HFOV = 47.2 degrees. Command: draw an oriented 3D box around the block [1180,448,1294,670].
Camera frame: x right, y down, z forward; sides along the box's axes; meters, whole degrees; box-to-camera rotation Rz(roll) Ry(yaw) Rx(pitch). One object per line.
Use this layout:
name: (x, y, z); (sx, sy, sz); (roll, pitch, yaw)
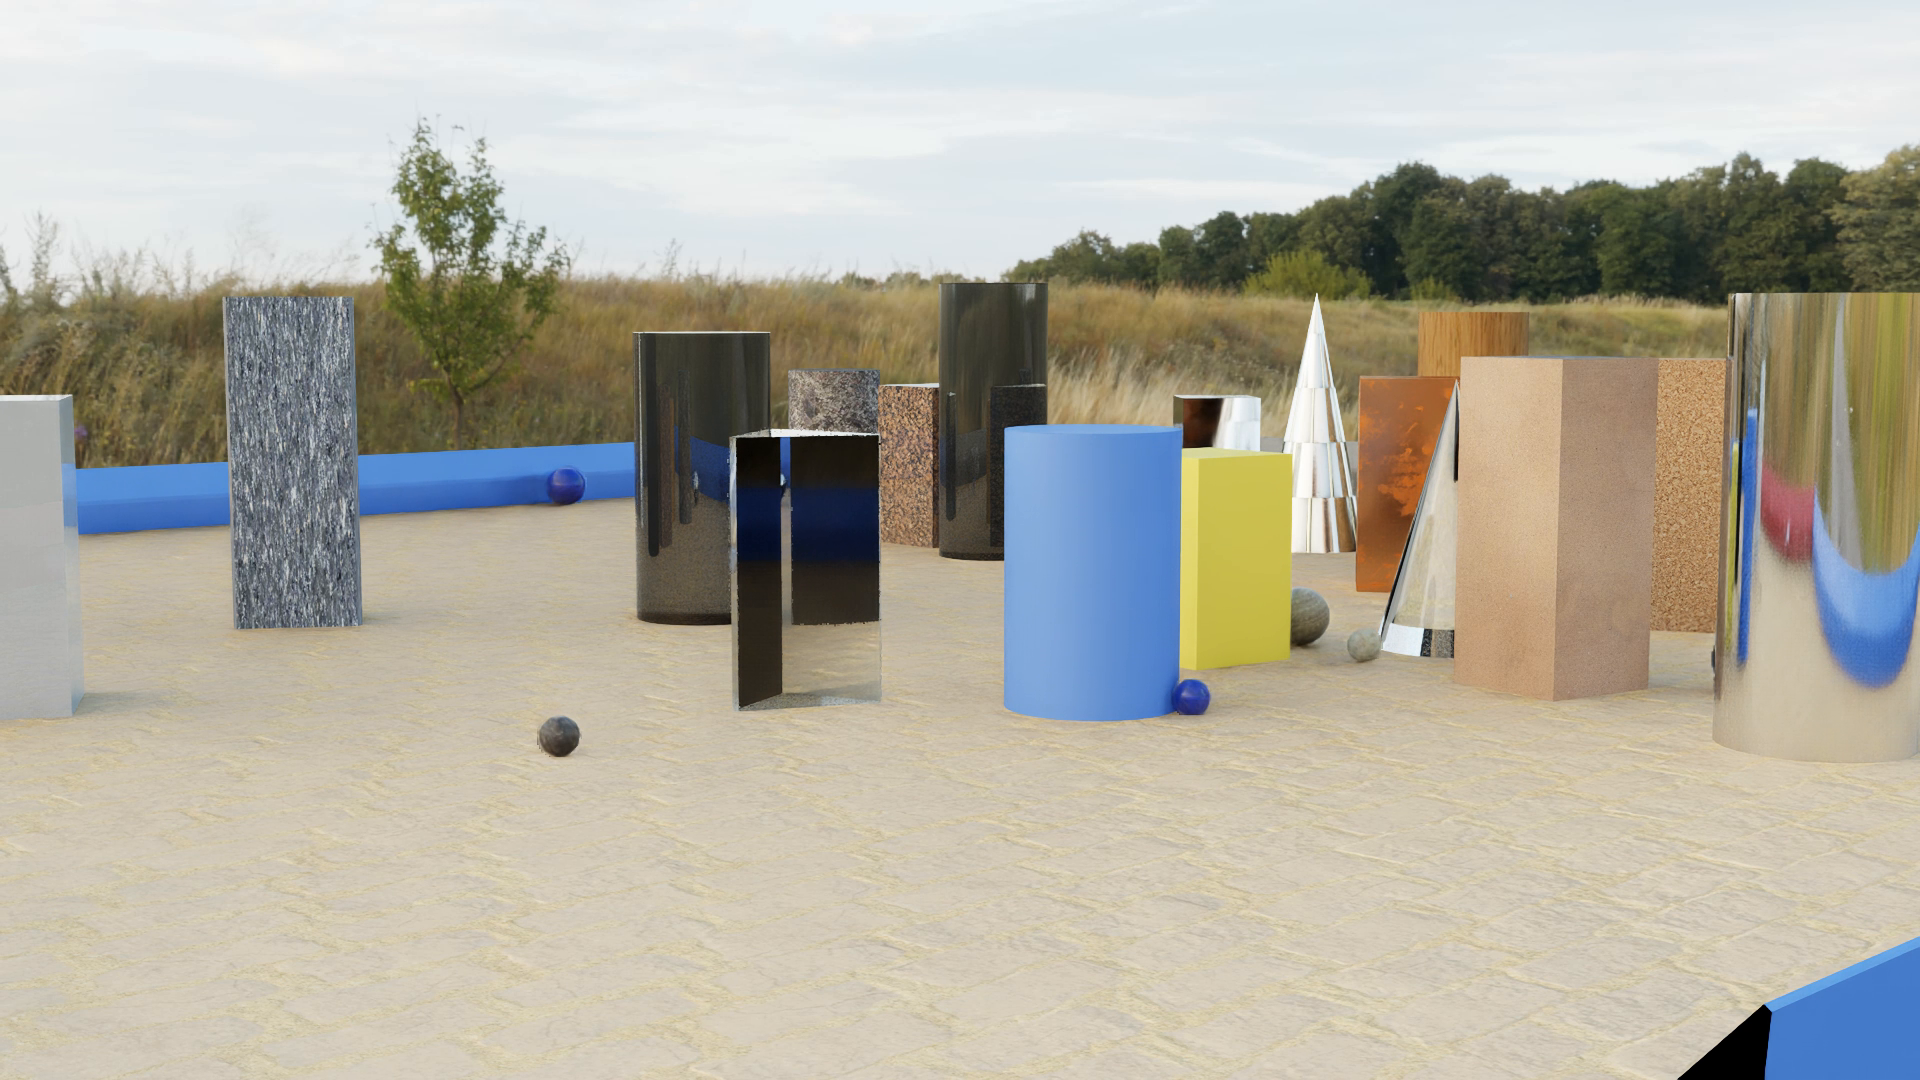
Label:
block: (0.313, 0.020, 2.826); (0.159, 0.263, 0.159); (-4, 7, -35)

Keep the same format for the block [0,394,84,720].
block: (-1.076, 0.016, 2.455); (0.159, 0.348, 0.159); (-2, 6, -17)

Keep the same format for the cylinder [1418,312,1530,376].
cylinder: (0.940, -0.197, 4.049); (0.198, 0.442, 0.198); (0, 6, 0)

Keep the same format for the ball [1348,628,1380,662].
ball: (0.514, 0.134, 2.797); (0.042, 0.042, 0.042); (0, 6, 0)

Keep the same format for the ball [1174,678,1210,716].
ball: (0.256, 0.173, 2.425); (0.041, 0.041, 0.041); (0, 6, 0)

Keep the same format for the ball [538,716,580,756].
ball: (-0.401, 0.196, 2.202); (0.041, 0.041, 0.041); (0, 6, 0)

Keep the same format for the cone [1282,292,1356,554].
cone: (0.666, -0.224, 4.127); (0.198, 0.478, 0.198); (0, 6, 0)

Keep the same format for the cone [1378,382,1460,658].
cone: (0.652, -0.035, 2.905); (0.198, 0.355, 0.198); (0, 6, 0)

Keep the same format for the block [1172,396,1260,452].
block: (0.534, -0.167, 4.600); (0.159, 0.266, 0.159); (0, 6, -2)

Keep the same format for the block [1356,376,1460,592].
block: (0.721, -0.092, 3.540); (0.159, 0.338, 0.159); (1, 6, 9)

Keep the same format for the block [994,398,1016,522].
block: (0.006, -0.174, 4.701); (0.159, 0.259, 0.159); (-4, 7, -36)

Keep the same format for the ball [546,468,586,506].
ball: (-0.905, -0.124, 5.052); (0.087, 0.087, 0.087); (0, 6, 0)

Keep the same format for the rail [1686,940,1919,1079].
rail: (1.319, 0.182, 1.910); (4.100, 0.129, 0.045); (-5, 8, -42)

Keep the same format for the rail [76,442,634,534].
rail: (-1.319, -0.115, 4.754); (4.100, 0.129, 0.045); (-5, 8, -42)

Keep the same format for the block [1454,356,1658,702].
block: (0.703, -0.021, 2.601); (0.159, 0.390, 0.159); (-4, 7, -32)

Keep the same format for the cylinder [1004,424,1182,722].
cylinder: (0.149, 0.031, 2.474); (0.198, 0.313, 0.198); (0, 6, 0)

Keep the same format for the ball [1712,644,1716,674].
ball: (0.915, 0.139, 2.550); (0.084, 0.084, 0.084); (0, 6, 0)

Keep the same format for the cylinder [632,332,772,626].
cylinder: (-0.373, -0.094, 3.196); (0.198, 0.413, 0.198); (0, 6, 0)

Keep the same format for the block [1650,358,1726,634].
block: (1.060, -0.066, 3.102); (0.159, 0.376, 0.159); (2, 6, 20)

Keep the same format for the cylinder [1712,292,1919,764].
cylinder: (0.880, -0.019, 2.244); (0.198, 0.462, 0.198); (0, 6, 0)

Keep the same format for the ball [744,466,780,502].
ball: (-0.461, -0.130, 5.128); (0.083, 0.083, 0.083); (0, 6, 0)

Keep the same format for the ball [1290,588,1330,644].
ball: (0.455, 0.102, 2.939); (0.077, 0.077, 0.077); (0, 6, 0)

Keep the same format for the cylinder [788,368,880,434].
cylinder: (-0.271, -0.208, 4.750); (0.198, 0.318, 0.198); (0, 6, 0)

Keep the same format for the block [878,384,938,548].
block: (-0.046, -0.146, 4.230); (0.159, 0.302, 0.159); (-5, 8, -42)

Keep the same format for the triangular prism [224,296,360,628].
triangular prism: (-0.948, -0.115, 3.153); (0.172, 0.464, 0.149); (-1, 6, -10)

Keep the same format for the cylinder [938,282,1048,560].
cylinder: (0.060, -0.218, 3.999); (0.198, 0.493, 0.198); (0, 6, 0)

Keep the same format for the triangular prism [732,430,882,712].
triangular prism: (-0.195, 0.029, 2.536); (0.172, 0.306, 0.149); (-2, 6, -19)

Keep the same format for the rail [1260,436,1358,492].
rail: (1.489, -0.109, 4.699); (0.045, 0.129, 3.937); (-5, 8, -42)
